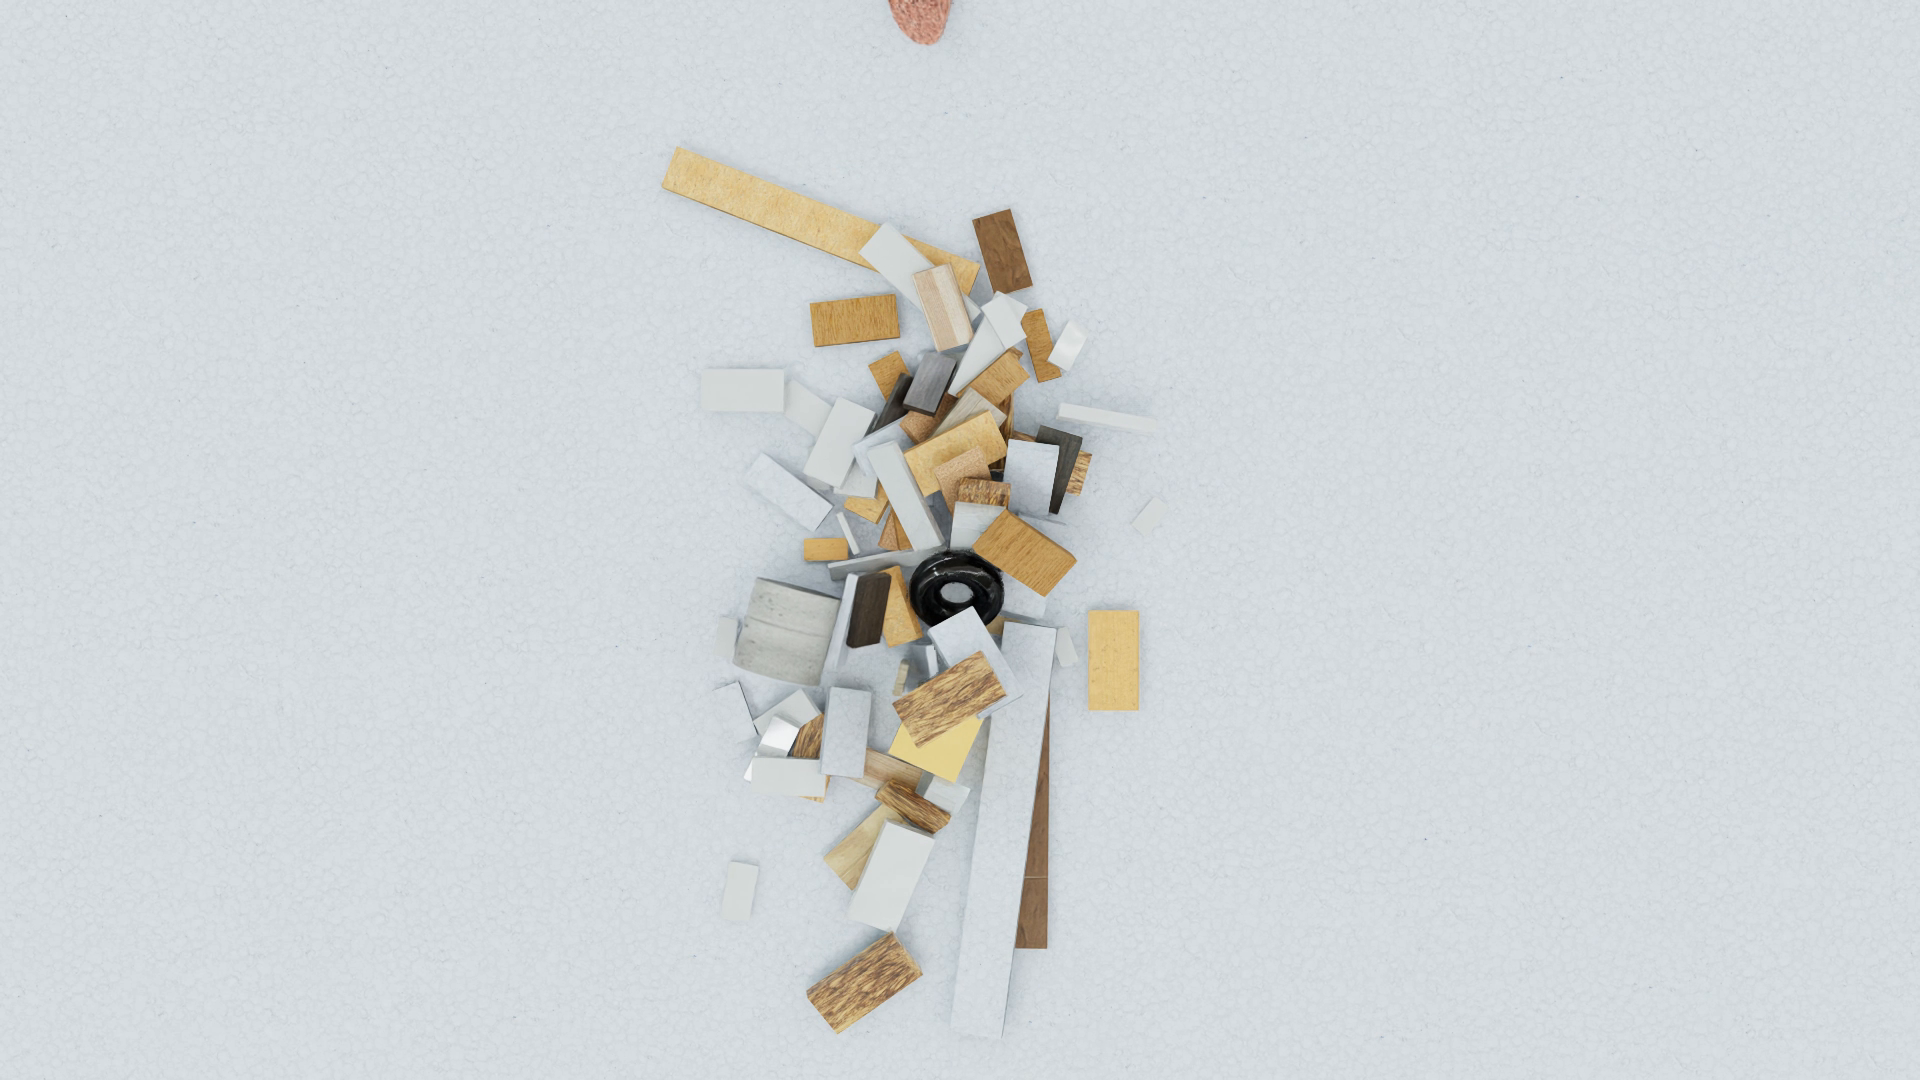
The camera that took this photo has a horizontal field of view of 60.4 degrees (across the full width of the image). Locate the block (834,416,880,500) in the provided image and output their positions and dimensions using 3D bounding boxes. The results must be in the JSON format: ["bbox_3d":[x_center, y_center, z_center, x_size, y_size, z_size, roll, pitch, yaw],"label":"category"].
[{"bbox_3d":[-0.324,-0.278,5.446,0.138,0.039,0.276,7,81,12],"label":"block"}]

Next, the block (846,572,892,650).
[{"bbox_3d":[-0.298,0.231,5.406,0.034,0.121,0.243,27,115,38],"label":"block"}]

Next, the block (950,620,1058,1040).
[{"bbox_3d":[0.145,0.955,5.447,0.173,0.049,1.365,8,91,10],"label":"block"}]

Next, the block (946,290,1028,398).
[{"bbox_3d":[0.088,-0.626,5.411,0.112,0.032,0.369,26,93,-14],"label":"block"}]

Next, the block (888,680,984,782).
[{"bbox_3d":[-0.075,0.623,5.384,0.233,0.233,0.233,24,90,0],"label":"block"}]

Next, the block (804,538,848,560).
[{"bbox_3d":[-0.446,0.031,5.490,0.144,0.020,0.072,-1,90,0],"label":"block"}]

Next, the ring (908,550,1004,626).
[{"bbox_3d":[-0.011,0.172,5.397,0.315,0.105,0.315,2,124,2],"label":"ring"}]

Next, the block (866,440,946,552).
[{"bbox_3d":[-0.177,-0.141,5.351,0.108,0.031,0.378,-13,112,33],"label":"block"}]

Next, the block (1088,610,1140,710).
[{"bbox_3d":[0.509,0.399,5.477,0.165,0.047,0.330,0,90,0],"label":"block"}]

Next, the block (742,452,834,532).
[{"bbox_3d":[-0.568,-0.159,5.472,0.294,0.032,0.114,37,102,0],"label":"block"}]

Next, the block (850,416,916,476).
[{"bbox_3d":[-0.236,-0.309,5.379,0.228,0.032,0.114,-30,111,-21],"label":"block"}]

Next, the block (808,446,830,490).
[{"bbox_3d":[-0.470,-0.238,5.490,0.072,0.020,0.144,0,90,0],"label":"block"}]

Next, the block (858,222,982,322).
[{"bbox_3d":[-0.130,-0.852,5.433,0.426,0.038,0.133,42,109,-7],"label":"block"}]

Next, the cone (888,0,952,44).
[{"bbox_3d":[-0.076,-1.798,5.449,0.228,0.228,0.228,44,63,0],"label":"cone"}]

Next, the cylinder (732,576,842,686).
[{"bbox_3d":[-0.561,0.296,5.356,0.289,0.289,0.289,15,90,0],"label":"cylinder"}]

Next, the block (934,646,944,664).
[{"bbox_3d":[-0.076,0.373,5.435,0.018,0.130,0.065,-12,90,-13],"label":"block"}]

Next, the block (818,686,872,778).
[{"bbox_3d":[-0.378,0.634,5.431,0.143,0.040,0.285,10,79,-20],"label":"block"}]

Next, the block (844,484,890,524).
[{"bbox_3d":[-0.270,-0.189,5.458,0.125,0.035,0.249,27,86,15],"label":"block"}]

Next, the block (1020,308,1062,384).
[{"bbox_3d":[0.267,-0.646,5.489,0.080,0.023,0.234,-16,90,0],"label":"block"}]

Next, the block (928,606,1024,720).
[{"bbox_3d":[0.050,0.395,5.294,0.165,0.047,0.330,-28,77,-14],"label":"block"}]

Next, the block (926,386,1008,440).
[{"bbox_3d":[-0.006,-0.329,5.370,0.156,0.044,0.312,38,93,-14],"label":"block"}]

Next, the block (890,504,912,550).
[{"bbox_3d":[-0.167,-0.083,5.438,0.108,0.031,0.216,-13,104,-17],"label":"block"}]

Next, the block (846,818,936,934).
[{"bbox_3d":[-0.230,1.109,5.445,0.173,0.049,0.346,22,95,-11],"label":"block"}]

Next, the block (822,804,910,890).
[{"bbox_3d":[-0.301,1.013,5.480,0.285,0.040,0.143,-43,90,0],"label":"block"}]

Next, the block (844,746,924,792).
[{"bbox_3d":[-0.252,0.775,5.483,0.235,0.033,0.117,22,90,0],"label":"block"}]

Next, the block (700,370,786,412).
[{"bbox_3d":[-0.716,-0.494,5.462,0.276,0.039,0.138,1,86,6],"label":"block"}]

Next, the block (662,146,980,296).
[{"bbox_3d":[-0.461,-1.041,5.480,1.080,0.040,0.143,21,90,0],"label":"block"}]

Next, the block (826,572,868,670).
[{"bbox_3d":[-0.372,0.263,5.420,0.035,0.125,0.317,15,96,10],"label":"block"}]

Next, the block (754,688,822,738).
[{"bbox_3d":[-0.572,0.587,5.453,0.210,0.030,0.105,-35,85,16],"label":"block"}]

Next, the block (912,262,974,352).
[{"bbox_3d":[-0.052,-0.764,5.413,0.133,0.038,0.266,-16,106,13],"label":"block"}]

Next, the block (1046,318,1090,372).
[{"bbox_3d":[0.361,-0.645,5.475,0.080,0.023,0.159,29,83,-7],"label":"block"}]

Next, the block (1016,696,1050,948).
[{"bbox_3d":[0.236,0.863,5.483,0.117,0.033,0.985,1,90,0],"label":"block"}]

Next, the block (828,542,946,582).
[{"bbox_3d":[-0.238,0.071,5.471,0.395,0.018,0.065,-11,135,0],"label":"block"}]

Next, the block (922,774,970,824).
[{"bbox_3d":[-0.055,0.847,5.388,0.122,0.243,0.034,24,58,0],"label":"block"}]

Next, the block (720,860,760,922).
[{"bbox_3d":[-0.733,1.169,5.487,0.095,0.027,0.190,10,90,0],"label":"block"}]

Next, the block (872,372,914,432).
[{"bbox_3d":[-0.191,-0.425,5.421,0.112,0.032,0.223,28,85,-29],"label":"block"}]

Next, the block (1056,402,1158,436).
[{"bbox_3d":[0.481,-0.396,5.422,0.317,0.156,0.044,10,90,0],"label":"block"}]

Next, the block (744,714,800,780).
[{"bbox_3d":[-0.620,0.701,5.450,0.095,0.027,0.251,27,107,0],"label":"block"}]

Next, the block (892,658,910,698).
[{"bbox_3d":[-0.191,0.450,5.395,0.030,0.210,0.105,13,90,0],"label":"block"}]
